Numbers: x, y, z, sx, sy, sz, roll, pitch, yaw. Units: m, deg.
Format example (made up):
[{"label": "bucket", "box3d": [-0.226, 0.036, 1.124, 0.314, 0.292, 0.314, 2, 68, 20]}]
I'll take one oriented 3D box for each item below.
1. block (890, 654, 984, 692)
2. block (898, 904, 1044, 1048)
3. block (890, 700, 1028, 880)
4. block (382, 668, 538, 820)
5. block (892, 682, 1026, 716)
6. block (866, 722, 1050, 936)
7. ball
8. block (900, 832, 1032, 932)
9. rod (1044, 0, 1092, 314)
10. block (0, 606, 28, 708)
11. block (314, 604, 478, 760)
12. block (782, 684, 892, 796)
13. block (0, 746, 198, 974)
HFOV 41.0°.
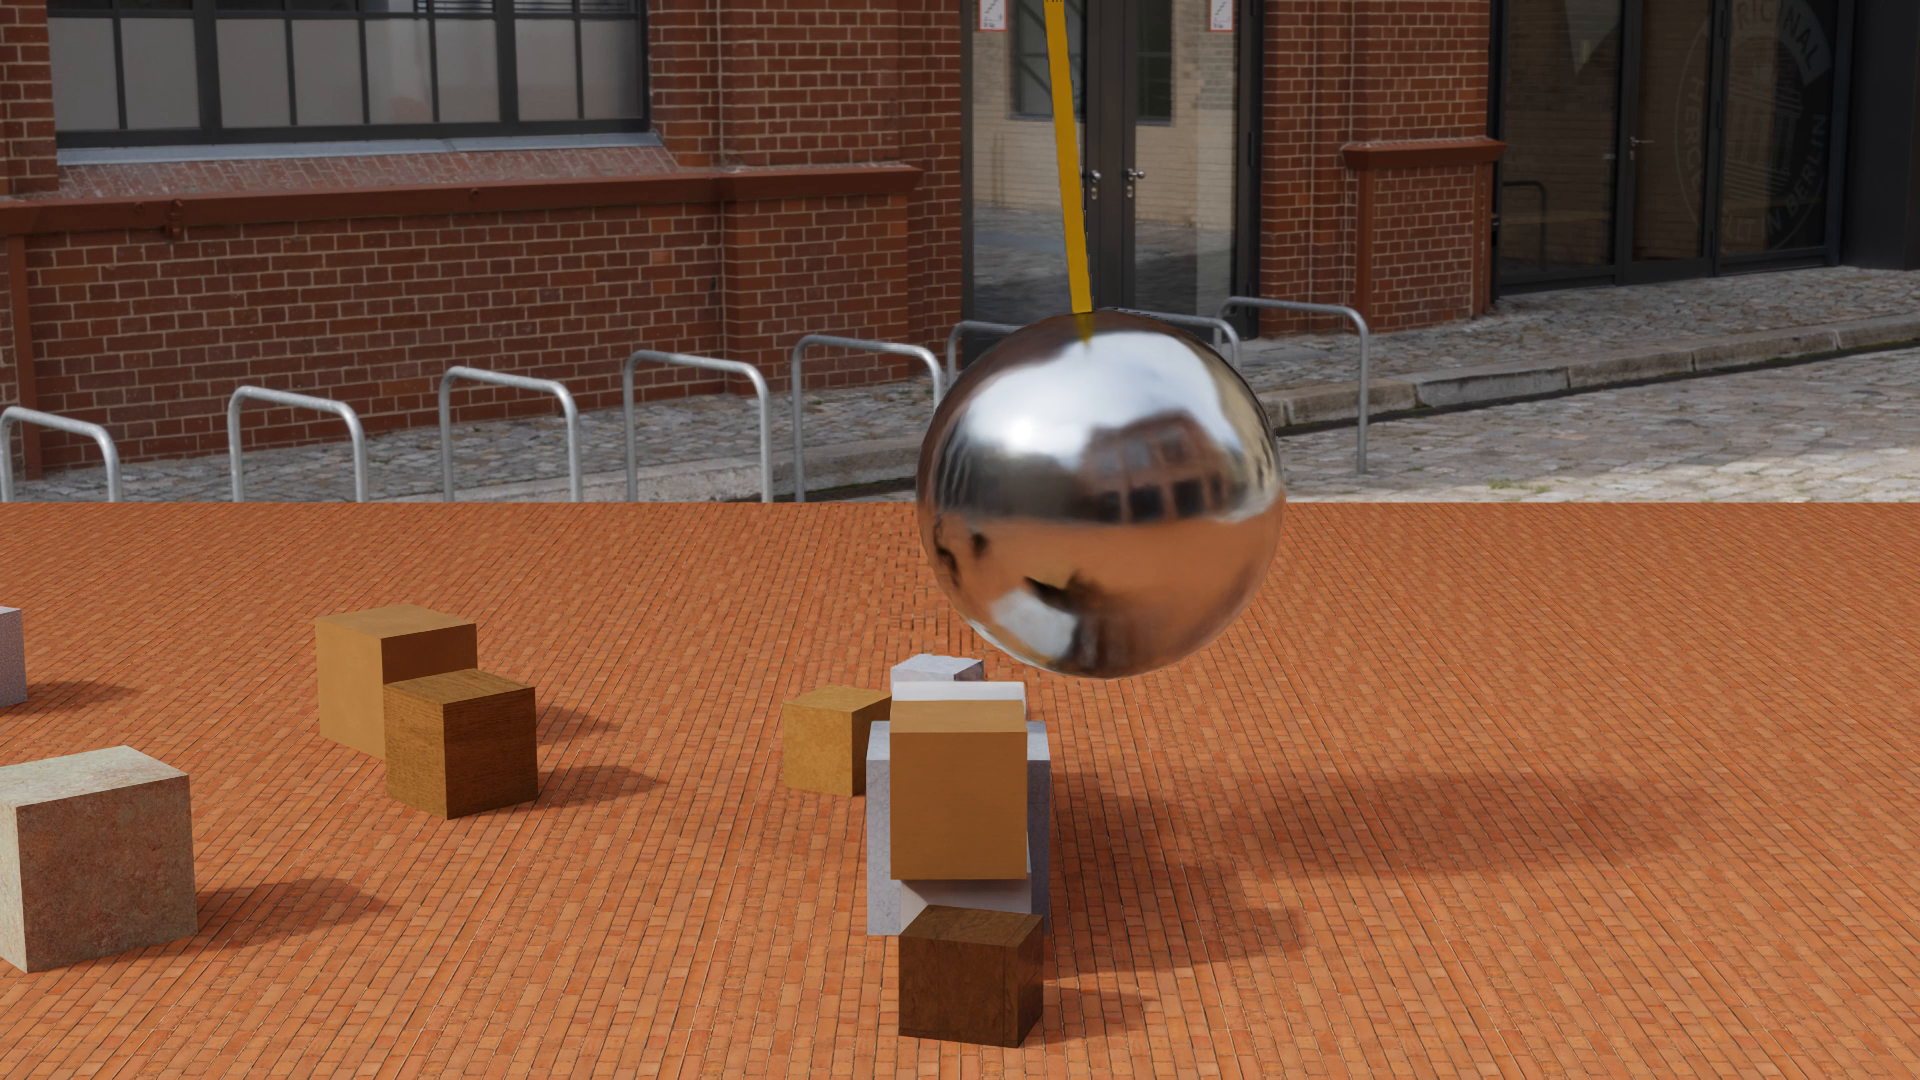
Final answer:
[{"label": "block", "box3d": [-0.125, 0.837, 14.058, 0.383, 0.324, 0.383, 5, 11, 24]}, {"label": "block", "box3d": [0.045, 1.622, 9.564, 0.454, 0.387, 0.376, 3, 11, 16]}, {"label": "block", "box3d": [-0.009, 0.974, 10.074, 0.524, 0.583, 0.514, 0, 10, -1]}, {"label": "block", "box3d": [-2.441, 0.988, 12.542, 0.518, 0.568, 0.544, -10, 14, -42]}, {"label": "block", "box3d": [-0.006, 1.051, 11.975, 0.619, 0.649, 0.623, 0, 10, 0]}, {"label": "block", "box3d": [-0.007, 1.207, 10.839, 0.749, 0.747, 0.637, 0, 10, 0]}, {"label": "ball", "box3d": [0.604, -0.196, 11.145, 1.600, 1.600, 1.600, 0, 10, 0]}, {"label": "block", "box3d": [0.023, 1.463, 10.267, 0.507, 0.449, 0.550, 0, 10, 0]}, {"label": "rod", "box3d": [0.262, -3.524, 10.540, 0.080, 5.200, 0.080, -6, 10, 1]}, {"label": "block", "box3d": [-5.652, 0.670, 14.396, 0.541, 0.531, 0.532, 5, 12, 27]}, {"label": "block", "box3d": [-2.994, 0.745, 13.656, 0.565, 0.649, 0.696, -9, 14, -41]}, {"label": "block", "box3d": [-0.600, 1.001, 12.863, 0.398, 0.428, 0.447, 5, 12, 28]}, {"label": "block", "box3d": [-3.622, 1.295, 10.536, 0.715, 0.683, 0.622, -9, 14, -40]}]
